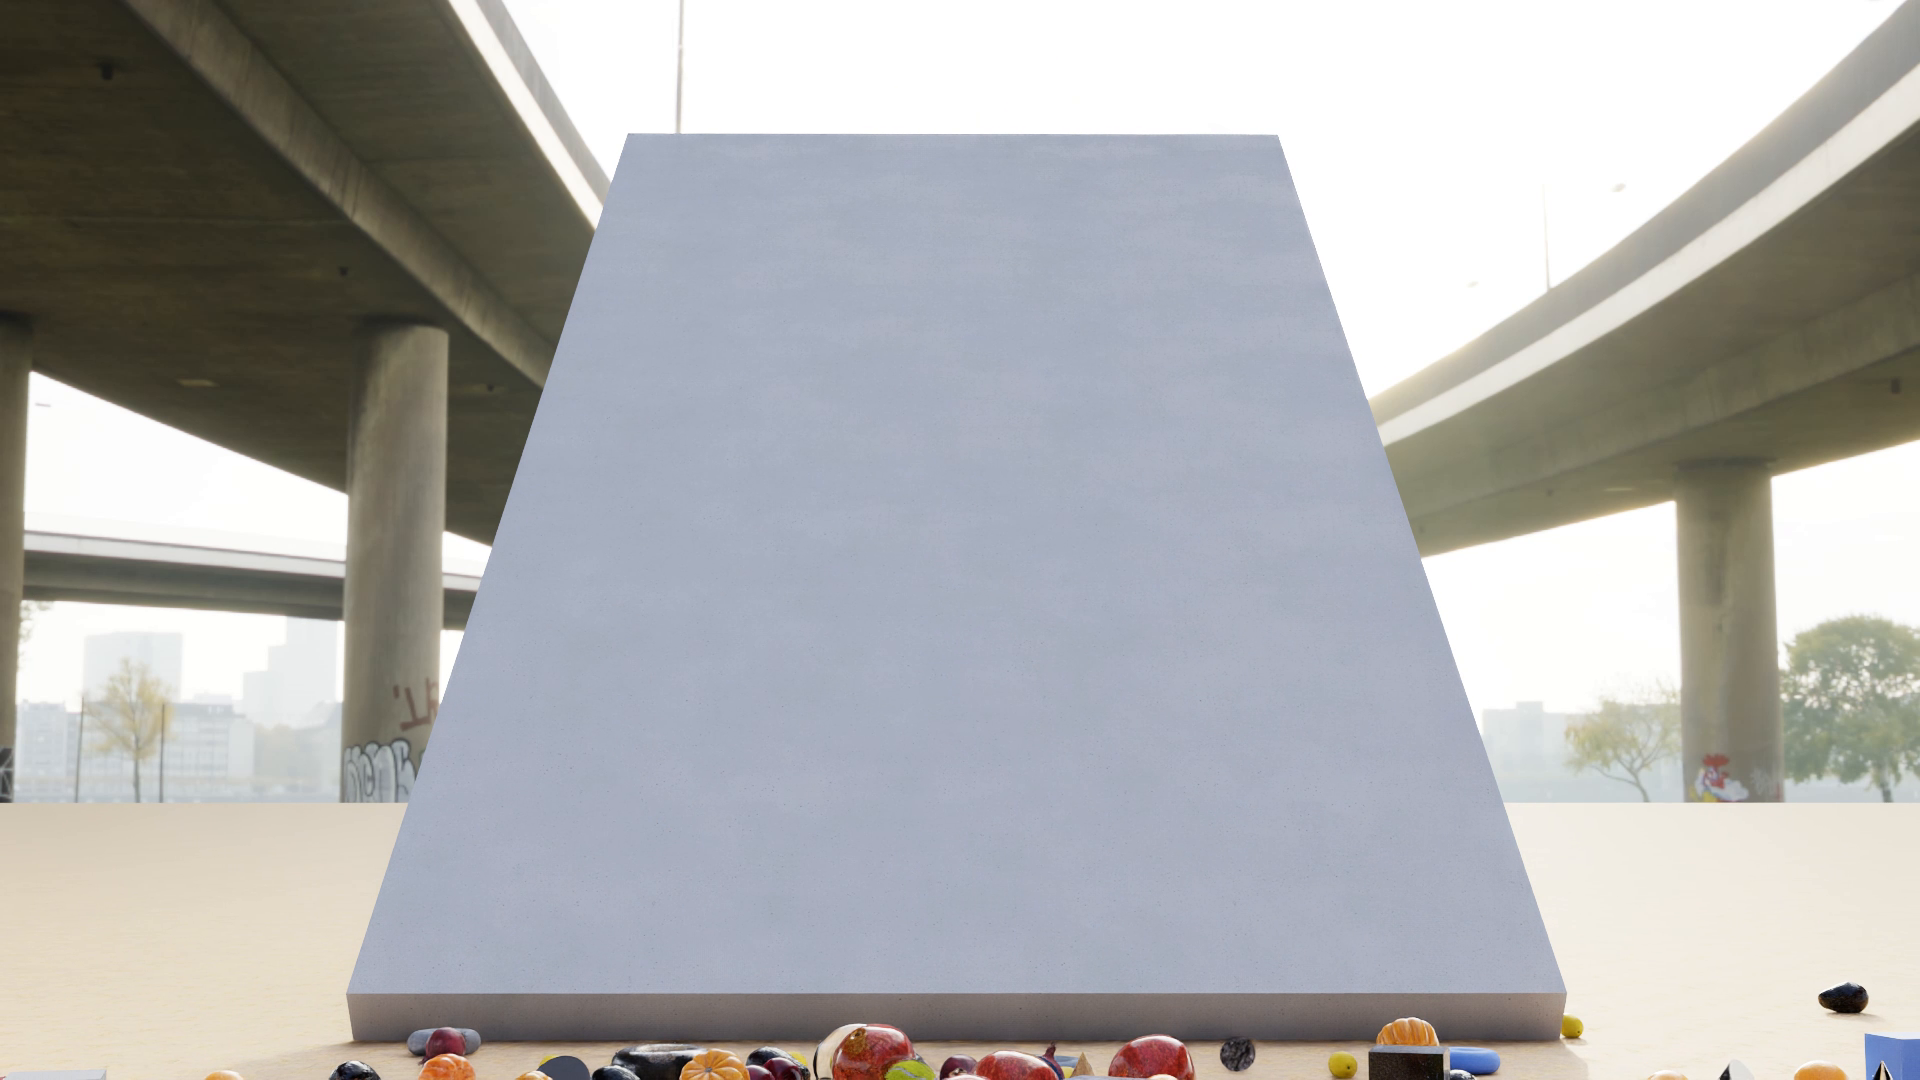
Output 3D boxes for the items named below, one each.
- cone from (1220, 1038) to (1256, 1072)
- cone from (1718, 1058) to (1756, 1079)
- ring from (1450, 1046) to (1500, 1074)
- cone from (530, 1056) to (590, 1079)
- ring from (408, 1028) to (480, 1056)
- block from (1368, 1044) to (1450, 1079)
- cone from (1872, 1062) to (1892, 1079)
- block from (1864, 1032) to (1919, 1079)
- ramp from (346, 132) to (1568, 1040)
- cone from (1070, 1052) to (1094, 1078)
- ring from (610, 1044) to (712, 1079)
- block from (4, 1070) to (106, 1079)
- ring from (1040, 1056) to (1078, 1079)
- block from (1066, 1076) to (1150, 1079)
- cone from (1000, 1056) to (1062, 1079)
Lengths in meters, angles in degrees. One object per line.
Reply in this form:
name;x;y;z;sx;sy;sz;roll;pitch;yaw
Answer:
cone;0.416;0.772;3.577;0.053;0.053;0.053;-2;-33;17
cone;0.959;0.709;3.046;0.081;0.081;0.081;-35;-25;30
ring;0.740;0.763;3.536;0.102;0.034;0.102;1;-7;0
cone;-0.477;0.701;2.994;0.093;0.093;0.093;-3;-34;24
ring;-0.808;0.786;3.779;0.114;0.038;0.114;-1;-7;0
block;0.556;0.675;2.982;0.090;0.090;0.090;-2;-6;16
cone;1.075;0.654;2.810;0.096;0.096;0.096;0;-6;0
block;1.269;0.703;3.219;0.084;0.084;0.084;1;-6;-12
ramp;-0.013;-0.211;5.711;2.000;0.100;4.000;0;30;0
cone;0.158;0.696;3.108;0.075;0.075;0.075;0;-6;0
ring;-0.423;0.743;3.418;0.143;0.048;0.143;-1;-5;0
block;-0.985;0.632;2.621;0.100;0.100;0.100;2;-6;-15
ring;0.126;0.740;3.350;0.118;0.039;0.118;-1;-5;0
block;0.154;0.628;2.573;0.098;0.098;0.098;-3;-7;28
cone;0.085;0.712;3.081;0.083;0.083;0.083;1;-33;-8
